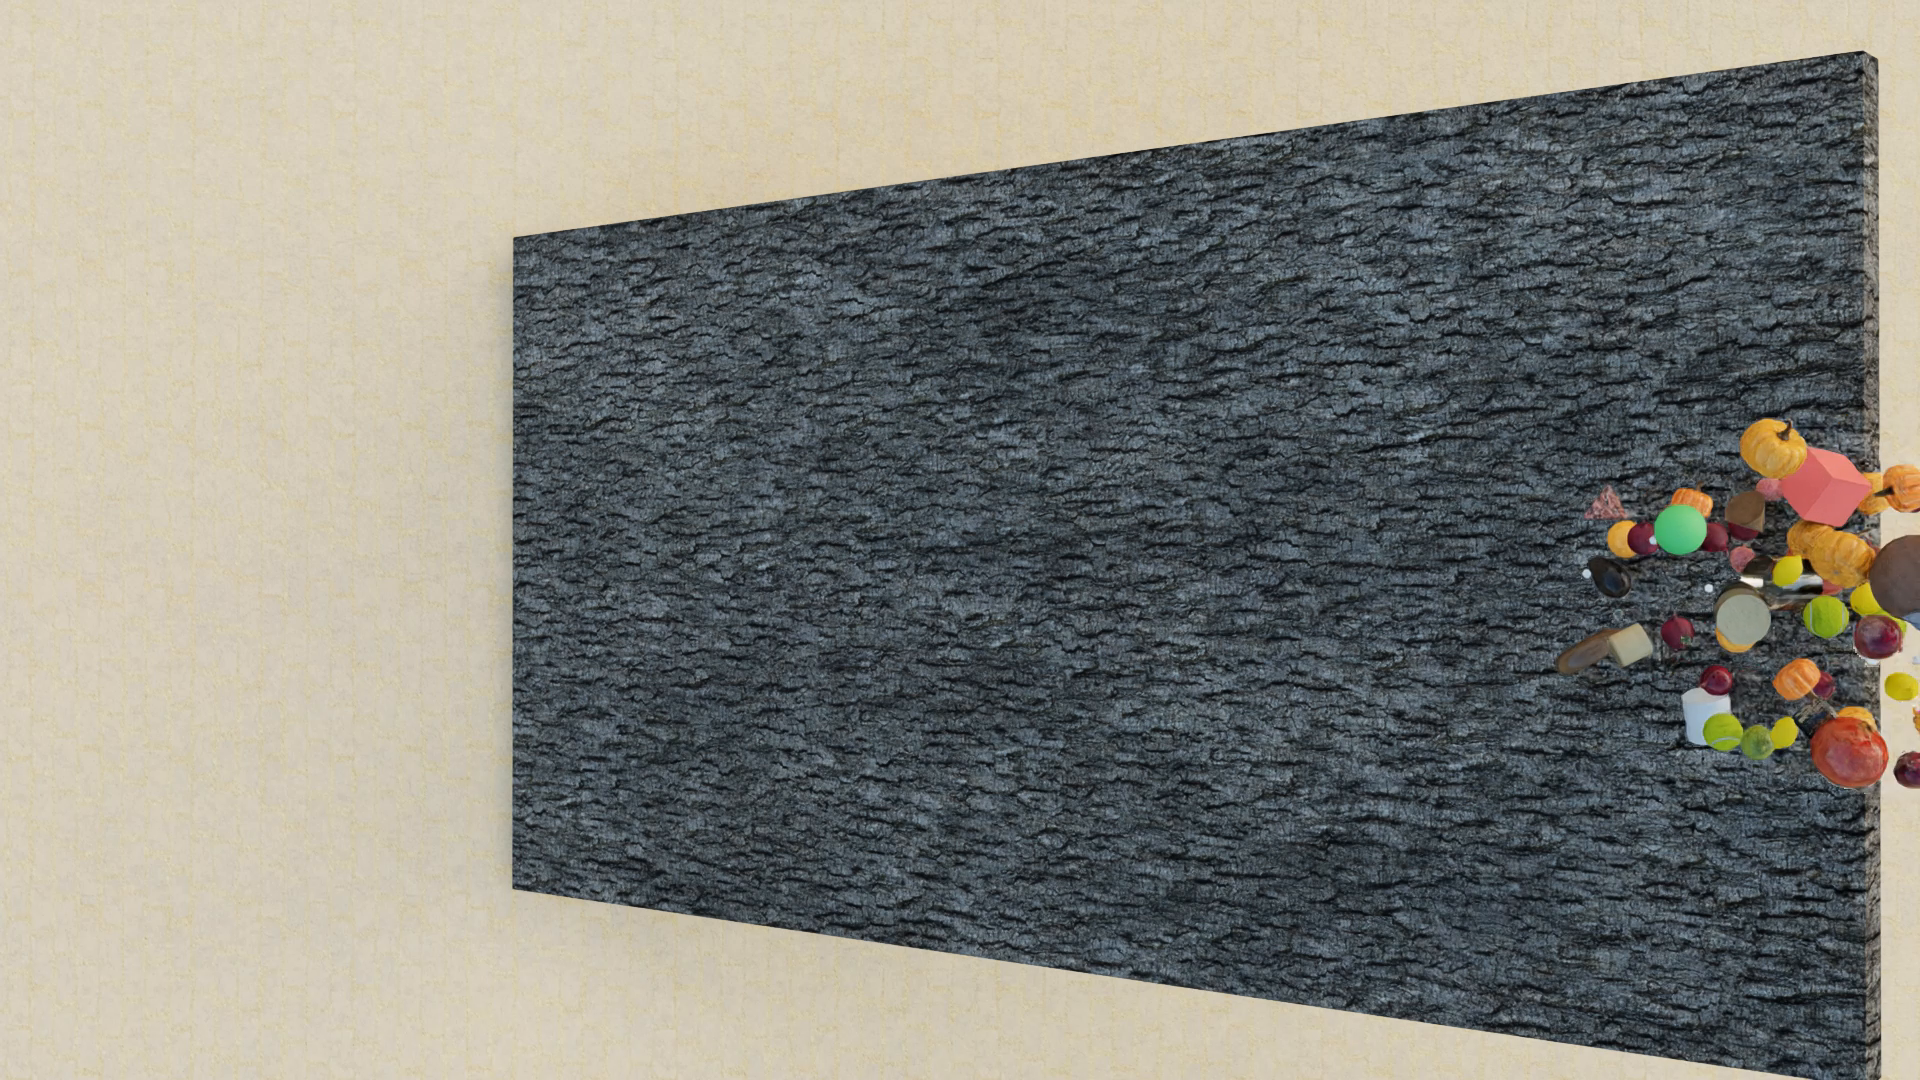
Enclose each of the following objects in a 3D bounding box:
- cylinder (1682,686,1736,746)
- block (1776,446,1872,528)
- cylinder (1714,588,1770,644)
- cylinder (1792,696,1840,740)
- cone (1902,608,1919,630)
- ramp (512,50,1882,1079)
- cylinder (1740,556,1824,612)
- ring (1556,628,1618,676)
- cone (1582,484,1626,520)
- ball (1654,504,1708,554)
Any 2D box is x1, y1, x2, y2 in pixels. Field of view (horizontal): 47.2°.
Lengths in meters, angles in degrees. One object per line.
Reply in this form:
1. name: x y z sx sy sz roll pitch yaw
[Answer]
1. cylinder: 1.488 0.349 4.371 0.089 0.089 0.089 -13 104 0
2. block: 1.440 -0.089 3.667 0.088 0.088 0.088 10 125 -24
3. cylinder: 1.182 0.115 3.325 0.076 0.076 0.076 2 96 16
4. cylinder: 1.370 0.285 3.520 0.052 0.052 0.052 45 114 0
5. cone: 1.346 0.111 3.070 0.071 0.071 0.071 7 90 -14
6. ramp: 0.217 0.062 5.533 4.000 0.100 2.000 0 90 39
7. cylinder: 1.377 0.074 3.684 0.091 0.091 0.091 4 90 -26
8. ring: 1.189 0.211 4.155 0.134 0.134 0.045 -30 80 0
9. cone: 1.255 -0.058 4.317 0.076 0.076 0.076 -29 90 23
10. ball: 1.163 -0.017 3.549 0.082 0.082 0.082 0 90 0
